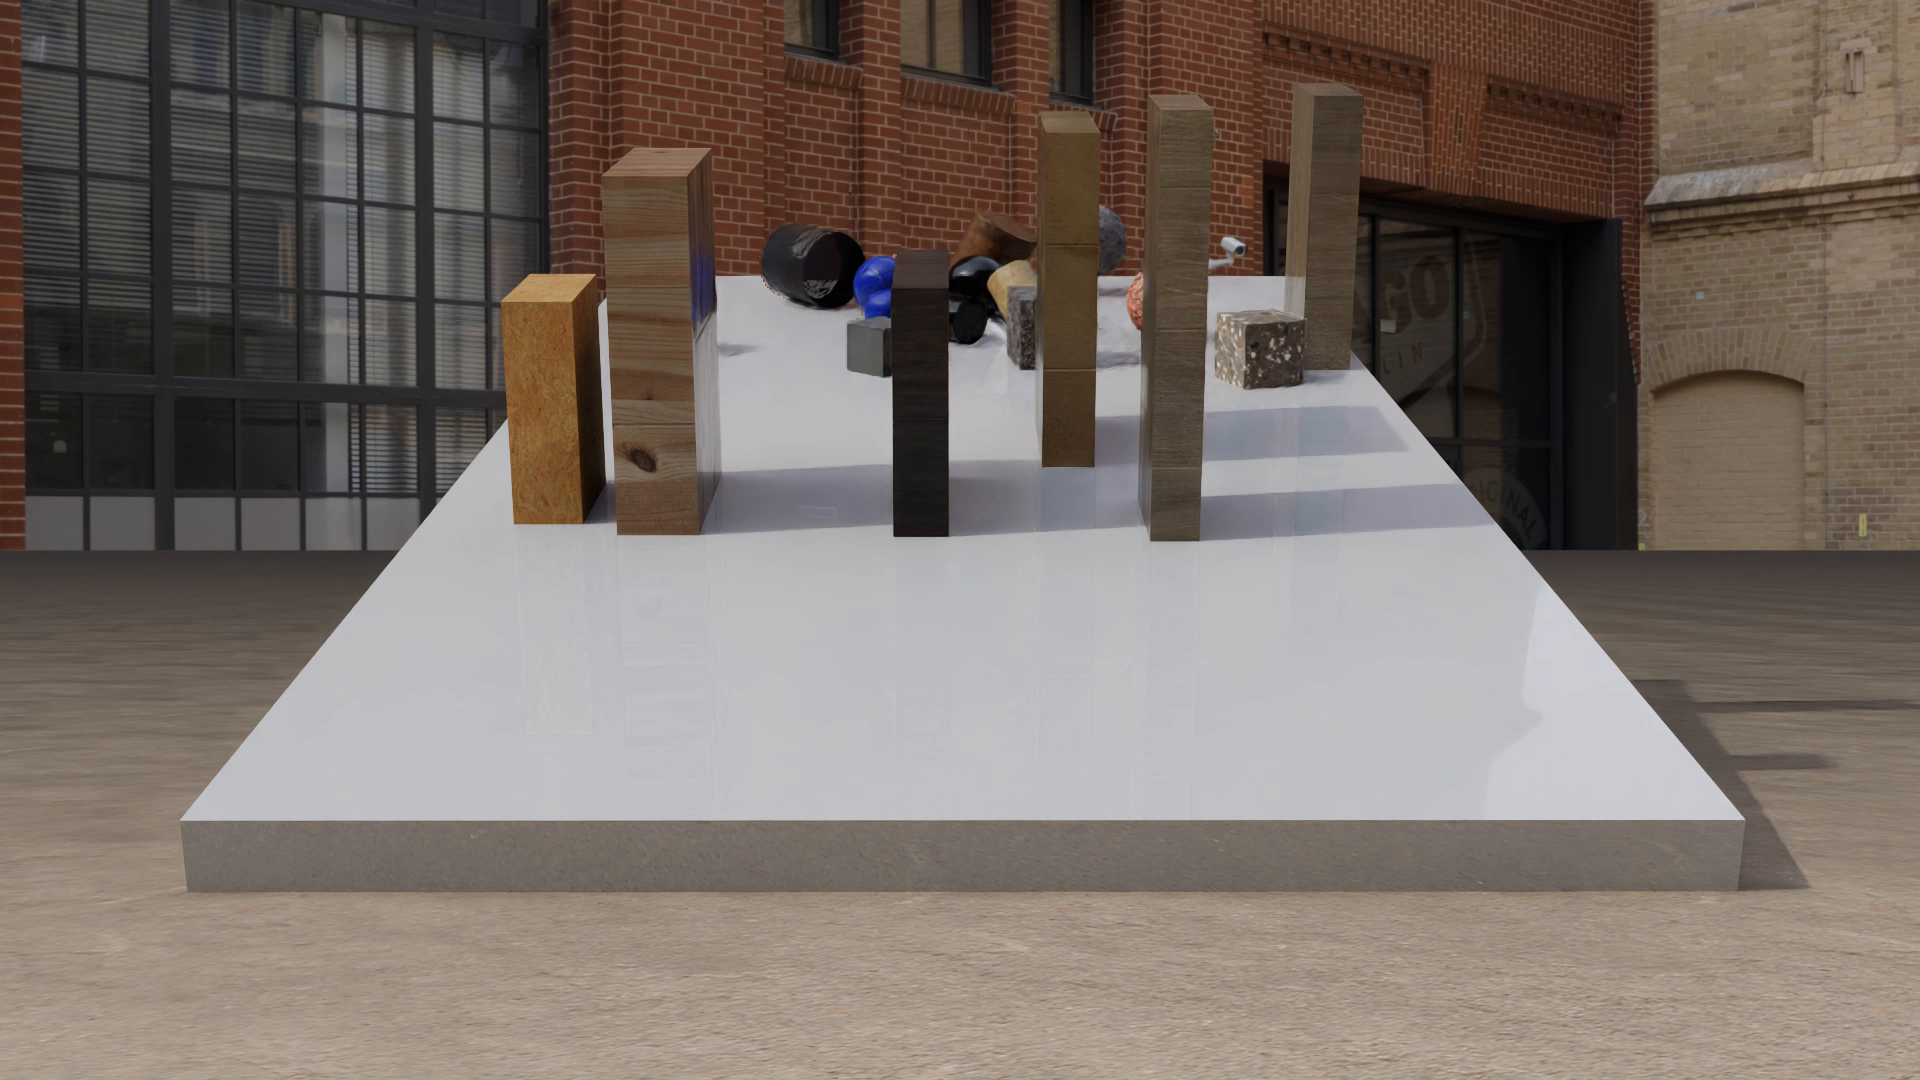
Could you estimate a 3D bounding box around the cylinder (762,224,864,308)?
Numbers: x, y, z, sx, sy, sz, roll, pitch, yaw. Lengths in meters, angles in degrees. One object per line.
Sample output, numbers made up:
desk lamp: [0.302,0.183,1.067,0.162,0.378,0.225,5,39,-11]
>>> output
cylinder: [-0.411,-0.770,6.213,0.210,0.210,0.210,0,14,-38]

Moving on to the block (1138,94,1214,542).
block: [0.389,-0.406,4.038,0.090,0.771,0.277,0,17,0]

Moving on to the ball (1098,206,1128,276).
ball: [0.376,-0.856,6.354,0.207,0.207,0.207,0,0,0]

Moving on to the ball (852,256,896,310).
ball: [-0.209,-0.690,6.032,0.166,0.166,0.166,0,0,0]

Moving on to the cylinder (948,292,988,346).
cylinder: [-0.018,-0.573,5.711,0.125,0.125,0.125,17,11,42]

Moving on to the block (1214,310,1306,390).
block: [0.711,-0.454,5.271,0.154,0.154,0.154,-6,18,-19]

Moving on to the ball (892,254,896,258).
ball: [-0.170,-0.751,6.310,0.124,0.124,0.124,0,0,0]

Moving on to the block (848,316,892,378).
block: [-0.190,-0.469,5.380,0.117,0.117,0.117,14,22,39]

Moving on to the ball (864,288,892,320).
ball: [-0.188,-0.591,5.774,0.125,0.125,0.125,0,0,0]

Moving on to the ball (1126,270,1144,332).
ball: [0.528,-0.617,5.740,0.195,0.195,0.195,0,0,0]

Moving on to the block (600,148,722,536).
block: [-0.552,-0.381,4.157,0.149,0.652,0.419,0,17,0]

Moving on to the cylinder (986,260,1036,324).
cylinder: [0.156,-0.648,5.851,0.129,0.129,0.129,-24,-21,-10]

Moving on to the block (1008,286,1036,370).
block: [0.218,-0.525,5.469,0.174,0.174,0.174,-3,17,-9]

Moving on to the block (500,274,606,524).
block: [-0.765,-0.271,4.196,0.128,0.418,0.290,0,17,0]

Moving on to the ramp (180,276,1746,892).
ramp: [-0.003,-0.170,4.762,2.000,0.100,4.000,0,17,0]

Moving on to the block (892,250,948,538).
block: [-0.072,-0.285,4.177,0.101,0.457,0.421,0,17,0]

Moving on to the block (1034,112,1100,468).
block: [0.220,-0.530,4.619,0.107,0.674,0.412,0,17,0]

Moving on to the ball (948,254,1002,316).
ball: [0.047,-0.686,6.005,0.174,0.174,0.174,0,0,0]

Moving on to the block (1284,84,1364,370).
block: [0.891,-0.777,5.468,0.117,0.659,0.330,0,17,0]

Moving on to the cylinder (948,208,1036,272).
cylinder: [0.093,-0.798,6.227,0.195,0.195,0.195,25,20,-10]
